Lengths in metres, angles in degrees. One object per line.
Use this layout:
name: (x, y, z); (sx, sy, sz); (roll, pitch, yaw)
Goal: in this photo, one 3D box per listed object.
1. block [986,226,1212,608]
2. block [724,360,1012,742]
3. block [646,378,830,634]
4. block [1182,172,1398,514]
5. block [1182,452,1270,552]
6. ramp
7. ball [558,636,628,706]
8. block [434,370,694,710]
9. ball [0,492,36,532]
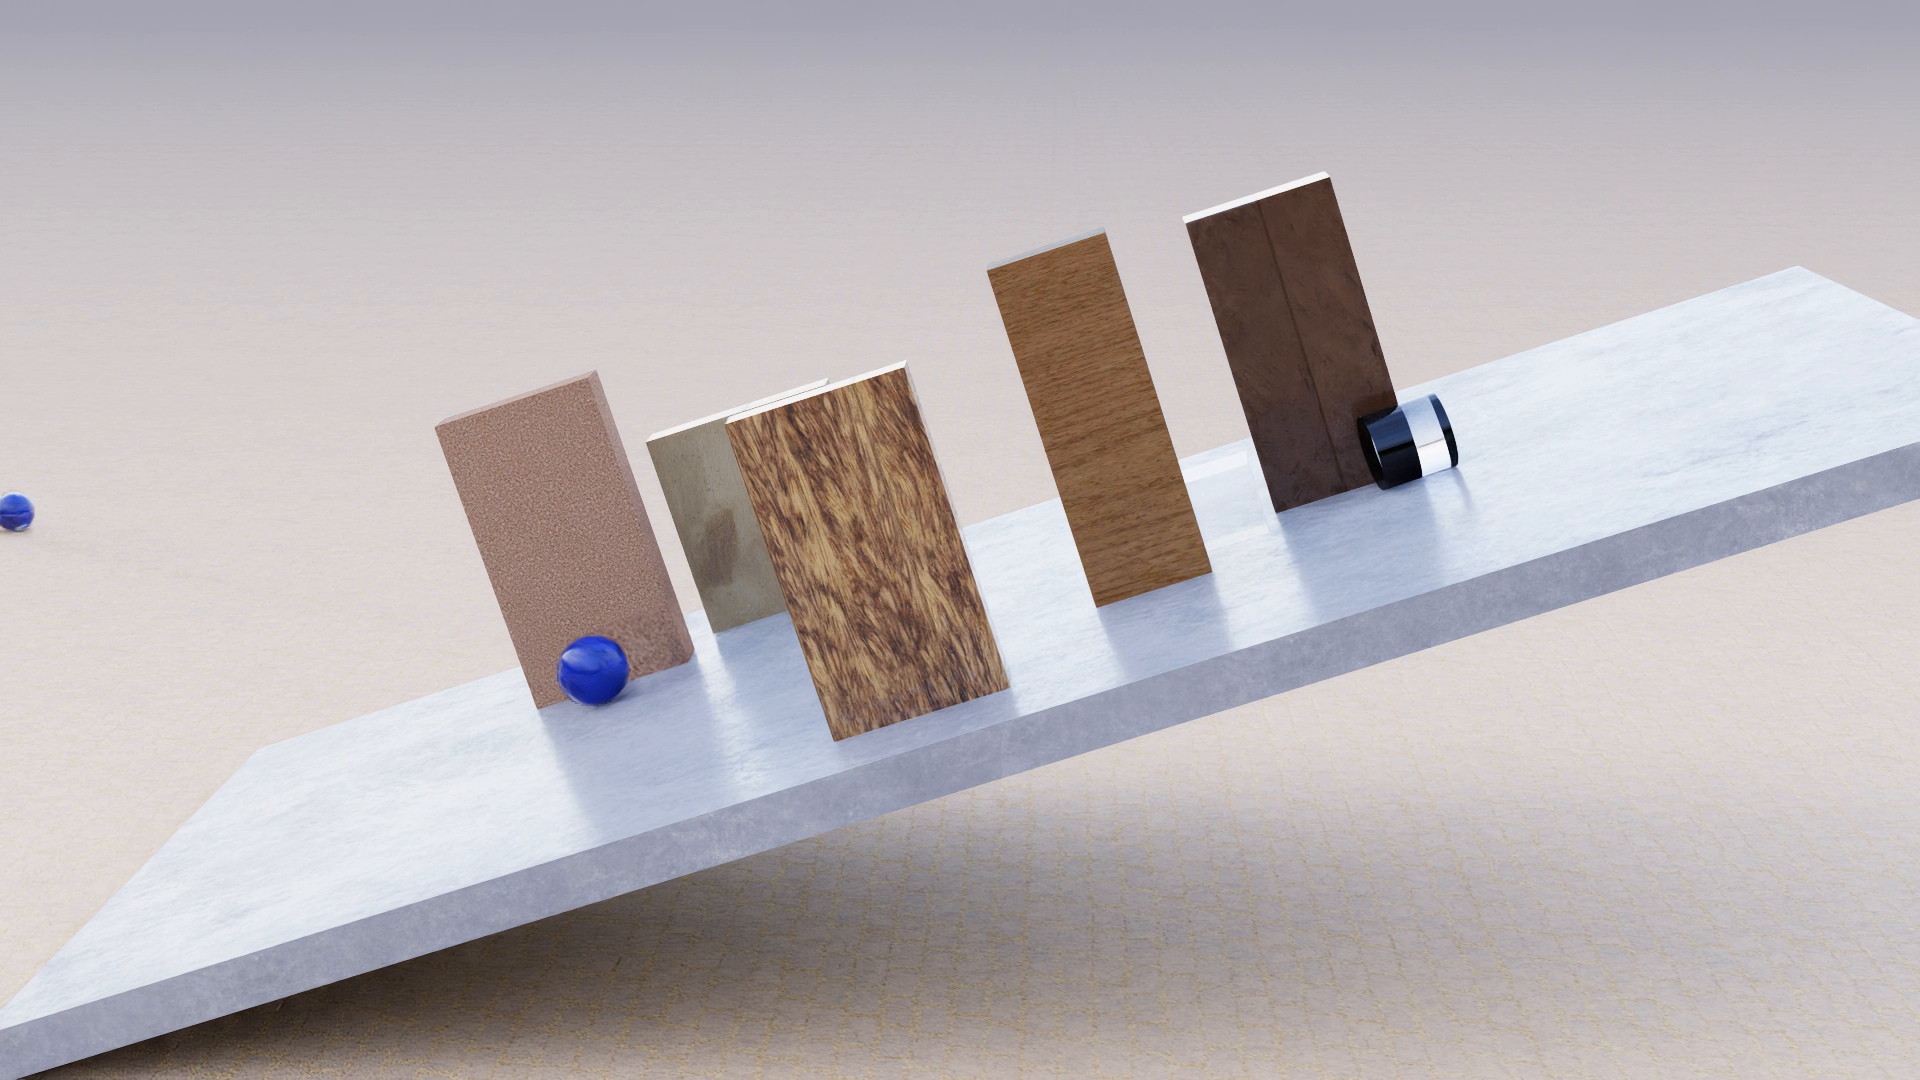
block: (0.283, -0.247, 5.944); (0.246, 0.720, 0.119); (-17, 11, 5)
block: (-0.170, 0.023, 5.550); (0.353, 0.641, 0.088); (-17, 11, 5)
block: (-0.450, -0.080, 6.989); (0.445, 0.486, 0.112); (-17, 11, 5)
block: (0.725, -0.421, 6.274); (0.315, 0.651, 0.135); (-17, 11, 5)
block: (0.553, -0.080, 6.192); (0.152, 0.152, 0.152); (-17, 11, 7)
ramp: (0.102, 0.182, 6.309); (4.000, 0.100, 2.000); (-17, 11, 5)
ball: (-0.825, 0.293, 6.615); (0.157, 0.157, 0.157); (0, 12, 0)
block: (-0.907, 0.000, 6.781); (0.372, 0.695, 0.124); (-17, 11, 5)
ball: (-3.421, -0.100, 10.643); (0.140, 0.140, 0.140); (0, 12, 0)
